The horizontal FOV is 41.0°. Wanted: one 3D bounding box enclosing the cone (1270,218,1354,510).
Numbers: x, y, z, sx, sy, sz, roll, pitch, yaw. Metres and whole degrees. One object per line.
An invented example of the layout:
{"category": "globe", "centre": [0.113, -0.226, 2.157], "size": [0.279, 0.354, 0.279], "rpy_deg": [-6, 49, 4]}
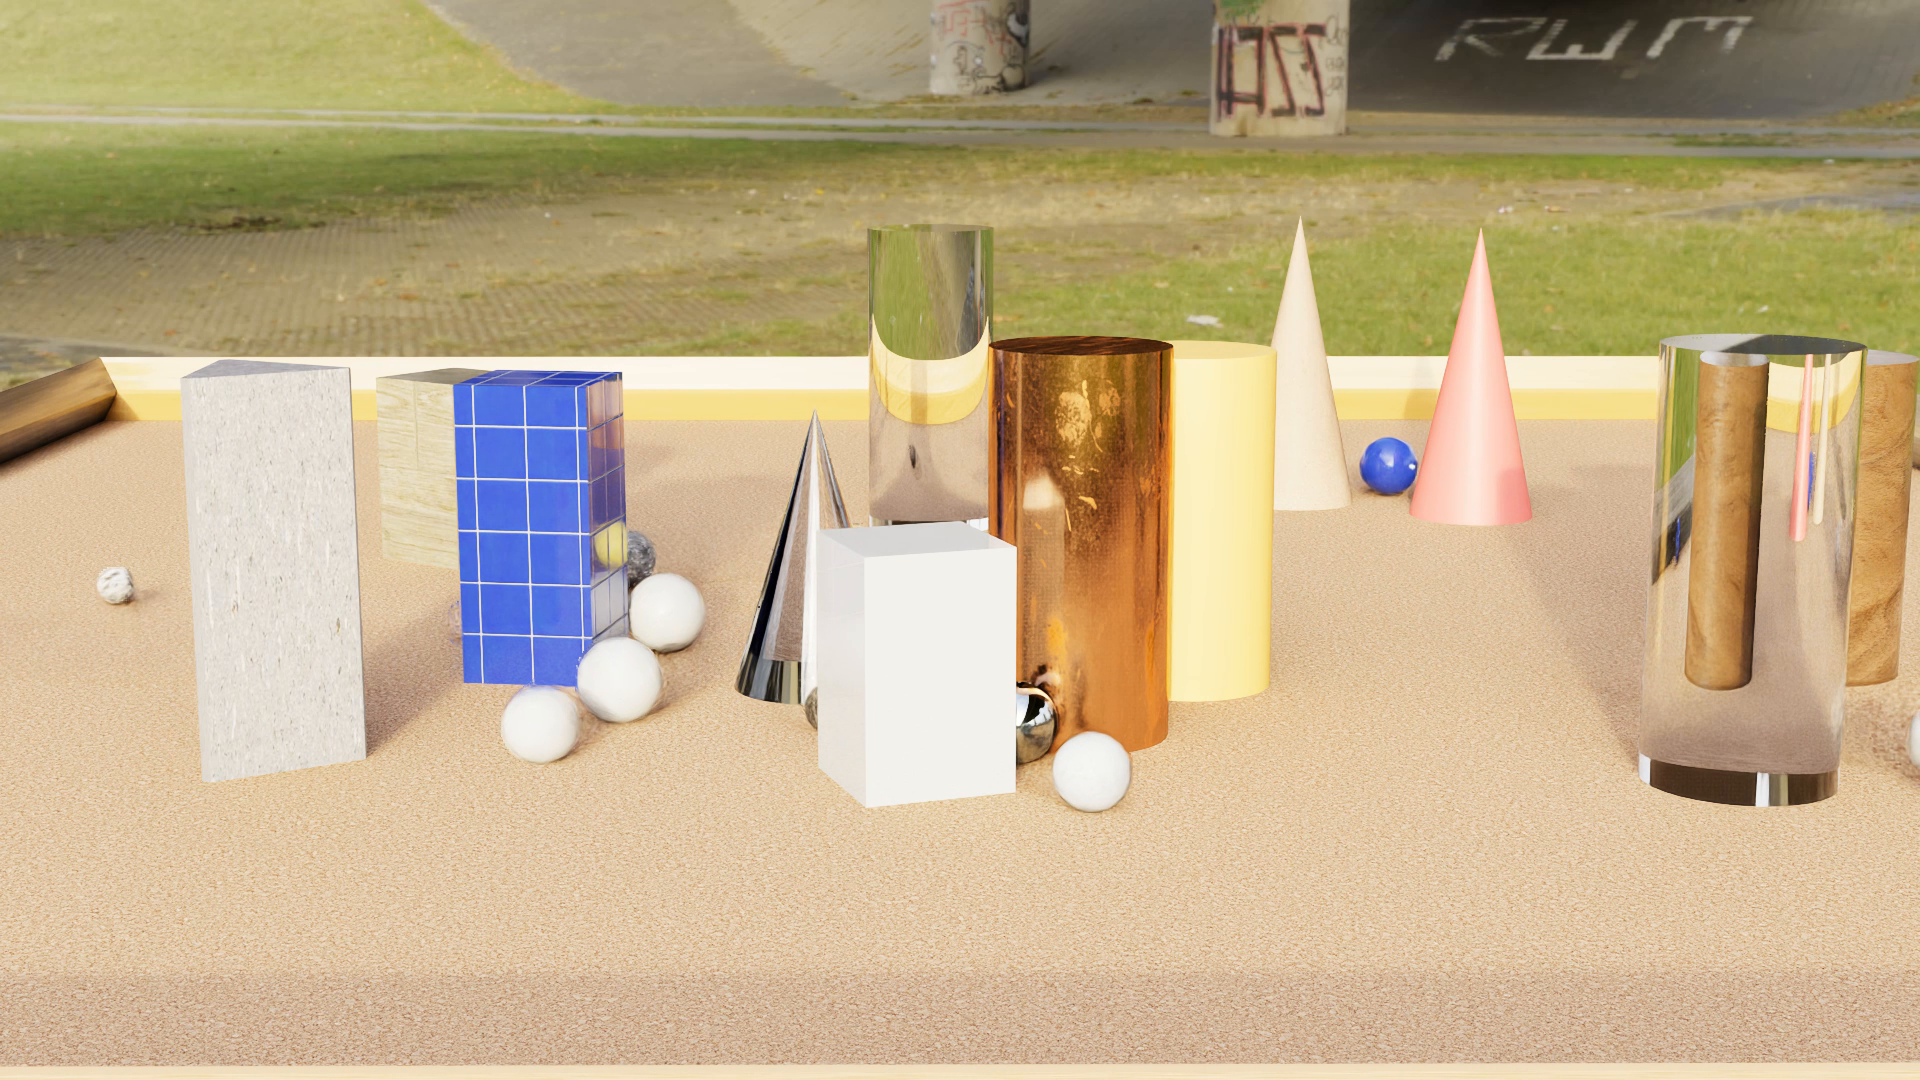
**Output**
{"category": "cone", "centre": [0.566, -0.304, 4.311], "size": [0.200, 0.481, 0.200], "rpy_deg": [0, 10, 0]}

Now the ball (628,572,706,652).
{"category": "ball", "centre": [-0.369, 0.091, 3.225], "size": [0.100, 0.100, 0.100], "rpy_deg": [0, 10, 0]}

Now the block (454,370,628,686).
{"category": "block", "centre": [-0.503, -0.018, 3.102], "size": [0.160, 0.358, 0.160], "rpy_deg": [2, 11, 8]}

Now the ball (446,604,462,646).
{"category": "ball", "centre": [-0.621, 0.107, 3.249], "size": [0.059, 0.059, 0.059], "rpy_deg": [0, 10, 0]}

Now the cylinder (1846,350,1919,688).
{"category": "cylinder", "centre": [1.044, -0.032, 3.109], "size": [0.200, 0.384, 0.200], "rpy_deg": [0, 10, 0]}

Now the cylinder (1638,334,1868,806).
{"category": "cylinder", "centre": [0.804, 0.025, 2.612], "size": [0.200, 0.451, 0.200], "rpy_deg": [0, 10, 0]}

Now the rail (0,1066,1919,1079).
{"category": "rail", "centre": [0.011, 0.378, 1.584], "size": [3.542, 0.130, 0.045], "rpy_deg": [0, 10, 0]}

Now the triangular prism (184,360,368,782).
{"category": "triangular prism", "centre": [-0.745, 0.024, 2.713], "size": [0.173, 0.418, 0.150], "rpy_deg": [-7, 12, -32]}

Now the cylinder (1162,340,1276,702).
{"category": "cylinder", "centre": [0.271, -0.027, 3.040], "size": [0.200, 0.399, 0.200], "rpy_deg": [0, 10, 0]}

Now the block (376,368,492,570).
{"category": "block", "centre": [-0.753, -0.110, 3.839], "size": [0.160, 0.272, 0.160], "rpy_deg": [7, 13, 34]}

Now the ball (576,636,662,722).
{"category": "ball", "centre": [-0.382, 0.157, 2.878], "size": [0.096, 0.096, 0.096], "rpy_deg": [0, 10, 0]}

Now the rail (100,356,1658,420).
{"category": "rail", "centre": [-0.011, -0.311, 5.314], "size": [3.542, 0.130, 0.045], "rpy_deg": [0, 10, 0]}

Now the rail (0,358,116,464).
{"category": "rail", "centre": [-1.747, 0.035, 3.439], "size": [0.045, 0.130, 3.840], "rpy_deg": [0, 10, 0]}

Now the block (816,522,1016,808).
{"category": "block", "centre": [-0.046, 0.123, 2.629], "size": [0.160, 0.253, 0.160], "rpy_deg": [-4, 11, -20]}

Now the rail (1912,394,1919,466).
{"category": "rail", "centre": [1.747, 0.032, 3.459], "size": [0.045, 0.130, 3.840], "rpy_deg": [0, 10, 0]}

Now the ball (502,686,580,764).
{"category": "ball", "centre": [-0.442, 0.195, 2.712], "size": [0.081, 0.081, 0.081], "rpy_deg": [0, 10, 0]}

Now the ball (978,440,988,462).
{"category": "ball", "centre": [0.053, -0.167, 4.781], "size": [0.042, 0.042, 0.042], "rpy_deg": [0, 10, 0]}

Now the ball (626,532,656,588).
{"category": "ball", "centre": [-0.470, 0.027, 3.625], "size": [0.079, 0.079, 0.079], "rpy_deg": [0, 10, 0]}

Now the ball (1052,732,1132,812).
{"category": "ball", "centre": [0.131, 0.229, 2.537], "size": [0.079, 0.079, 0.079], "rpy_deg": [0, 10, 0]}

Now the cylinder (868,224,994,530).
{"category": "cylinder", "centre": [-0.046, -0.258, 4.083], "size": [0.200, 0.475, 0.200], "rpy_deg": [0, 10, 0]}

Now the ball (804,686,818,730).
{"category": "ball", "centre": [-0.145, 0.186, 2.837], "size": [0.055, 0.055, 0.055], "rpy_deg": [0, 10, 0]}

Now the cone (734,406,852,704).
{"category": "cone", "centre": [-0.170, 0.008, 3.030], "size": [0.200, 0.334, 0.200], "rpy_deg": [0, 10, 0]}

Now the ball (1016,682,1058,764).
{"category": "ball", "centre": [0.060, 0.193, 2.710], "size": [0.087, 0.087, 0.087], "rpy_deg": [0, 10, 0]}

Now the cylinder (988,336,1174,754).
{"category": "cylinder", "centre": [0.130, 0.002, 2.802], "size": [0.200, 0.430, 0.200], "rpy_deg": [0, 10, 0]}

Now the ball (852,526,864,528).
{"category": "ball", "centre": [-0.154, 0.014, 3.723], "size": [0.071, 0.071, 0.071], "rpy_deg": [0, 10, 0]}

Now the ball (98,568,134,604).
{"category": "ball", "centre": [-1.157, 0.063, 3.517], "size": [0.048, 0.048, 0.048], "rpy_deg": [0, 10, 0]}

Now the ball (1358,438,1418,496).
{"category": "ball", "centre": [0.735, -0.126, 4.401], "size": [0.100, 0.100, 0.100], "rpy_deg": [0, 10, 0]}

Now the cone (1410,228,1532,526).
{"category": "cone", "centre": [0.839, -0.273, 4.174], "size": [0.200, 0.470, 0.200], "rpy_deg": [0, 10, 0]}

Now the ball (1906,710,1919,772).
{"category": "ball", "centre": [1.017, 0.206, 2.624], "size": [0.091, 0.091, 0.091], "rpy_deg": [0, 10, 0]}
